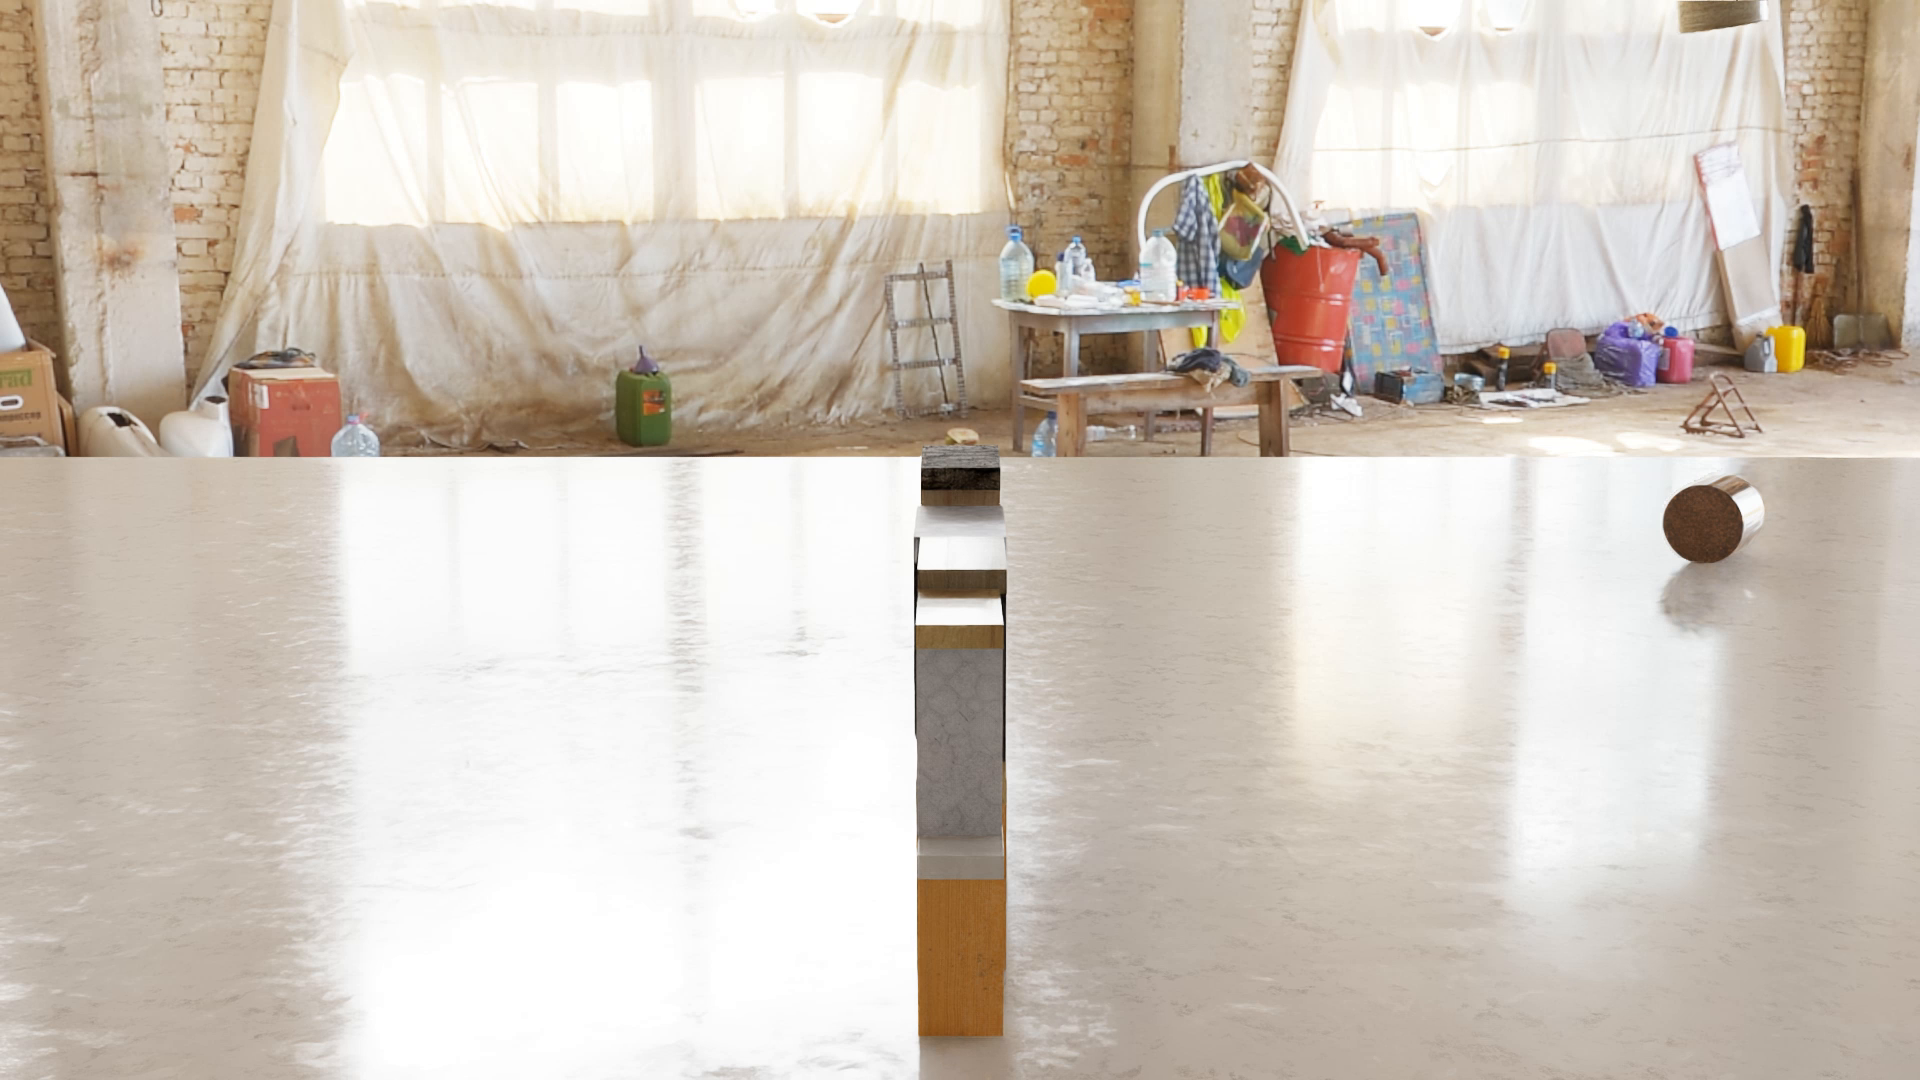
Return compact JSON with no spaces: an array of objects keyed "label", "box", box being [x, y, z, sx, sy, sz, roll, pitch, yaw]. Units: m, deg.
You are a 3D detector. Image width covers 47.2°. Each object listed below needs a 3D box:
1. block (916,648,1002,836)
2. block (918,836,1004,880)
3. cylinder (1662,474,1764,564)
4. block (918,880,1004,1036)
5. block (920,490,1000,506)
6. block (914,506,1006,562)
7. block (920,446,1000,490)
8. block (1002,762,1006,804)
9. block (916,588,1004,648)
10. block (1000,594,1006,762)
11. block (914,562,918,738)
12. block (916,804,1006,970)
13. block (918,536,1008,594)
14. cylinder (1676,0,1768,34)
[{"label":"block","box":[-0.001,0.279,3.094,0.120,0.277,0.034,0,11,0]},{"label":"block","box":[0.001,0.429,3.140,0.119,0.034,0.238,0,11,0]},{"label":"cylinder","box":[2.244,-0.064,6.548,0.235,0.235,0.235,7,13,33]},{"label":"block","box":[0.001,0.577,3.086,0.119,0.238,0.034,0,11,0]},{"label":"block","box":[0.000,0.042,3.891,0.139,0.278,0.039,0,11,0]},{"label":"block","box":[0.000,-0.012,3.676,0.150,0.042,0.300,0,11,0]},{"label":"block","box":[0.001,-0.131,3.953,0.139,0.039,0.278,0,11,0]},{"label":"block","box":[0.002,0.347,3.389,0.135,0.038,0.271,0,11,0]},{"label":"block","box":[-0.001,0.111,3.144,0.120,0.034,0.240,0,10,0]},{"label":"block","box":[0.003,0.203,3.333,0.133,0.266,0.038,0,11,0]},{"label":"block","box":[0.000,0.175,3.609,0.150,0.300,0.042,0,11,0]},{"label":"block","box":[0.002,0.516,3.328,0.135,0.271,0.038,0,11,0]},{"label":"block","box":[0.004,0.038,3.393,0.133,0.038,0.265,0,11,0]},{"label":"cylinder","box":[1.846,-1.351,5.342,0.206,0.206,0.206,-9,12,2]}]
